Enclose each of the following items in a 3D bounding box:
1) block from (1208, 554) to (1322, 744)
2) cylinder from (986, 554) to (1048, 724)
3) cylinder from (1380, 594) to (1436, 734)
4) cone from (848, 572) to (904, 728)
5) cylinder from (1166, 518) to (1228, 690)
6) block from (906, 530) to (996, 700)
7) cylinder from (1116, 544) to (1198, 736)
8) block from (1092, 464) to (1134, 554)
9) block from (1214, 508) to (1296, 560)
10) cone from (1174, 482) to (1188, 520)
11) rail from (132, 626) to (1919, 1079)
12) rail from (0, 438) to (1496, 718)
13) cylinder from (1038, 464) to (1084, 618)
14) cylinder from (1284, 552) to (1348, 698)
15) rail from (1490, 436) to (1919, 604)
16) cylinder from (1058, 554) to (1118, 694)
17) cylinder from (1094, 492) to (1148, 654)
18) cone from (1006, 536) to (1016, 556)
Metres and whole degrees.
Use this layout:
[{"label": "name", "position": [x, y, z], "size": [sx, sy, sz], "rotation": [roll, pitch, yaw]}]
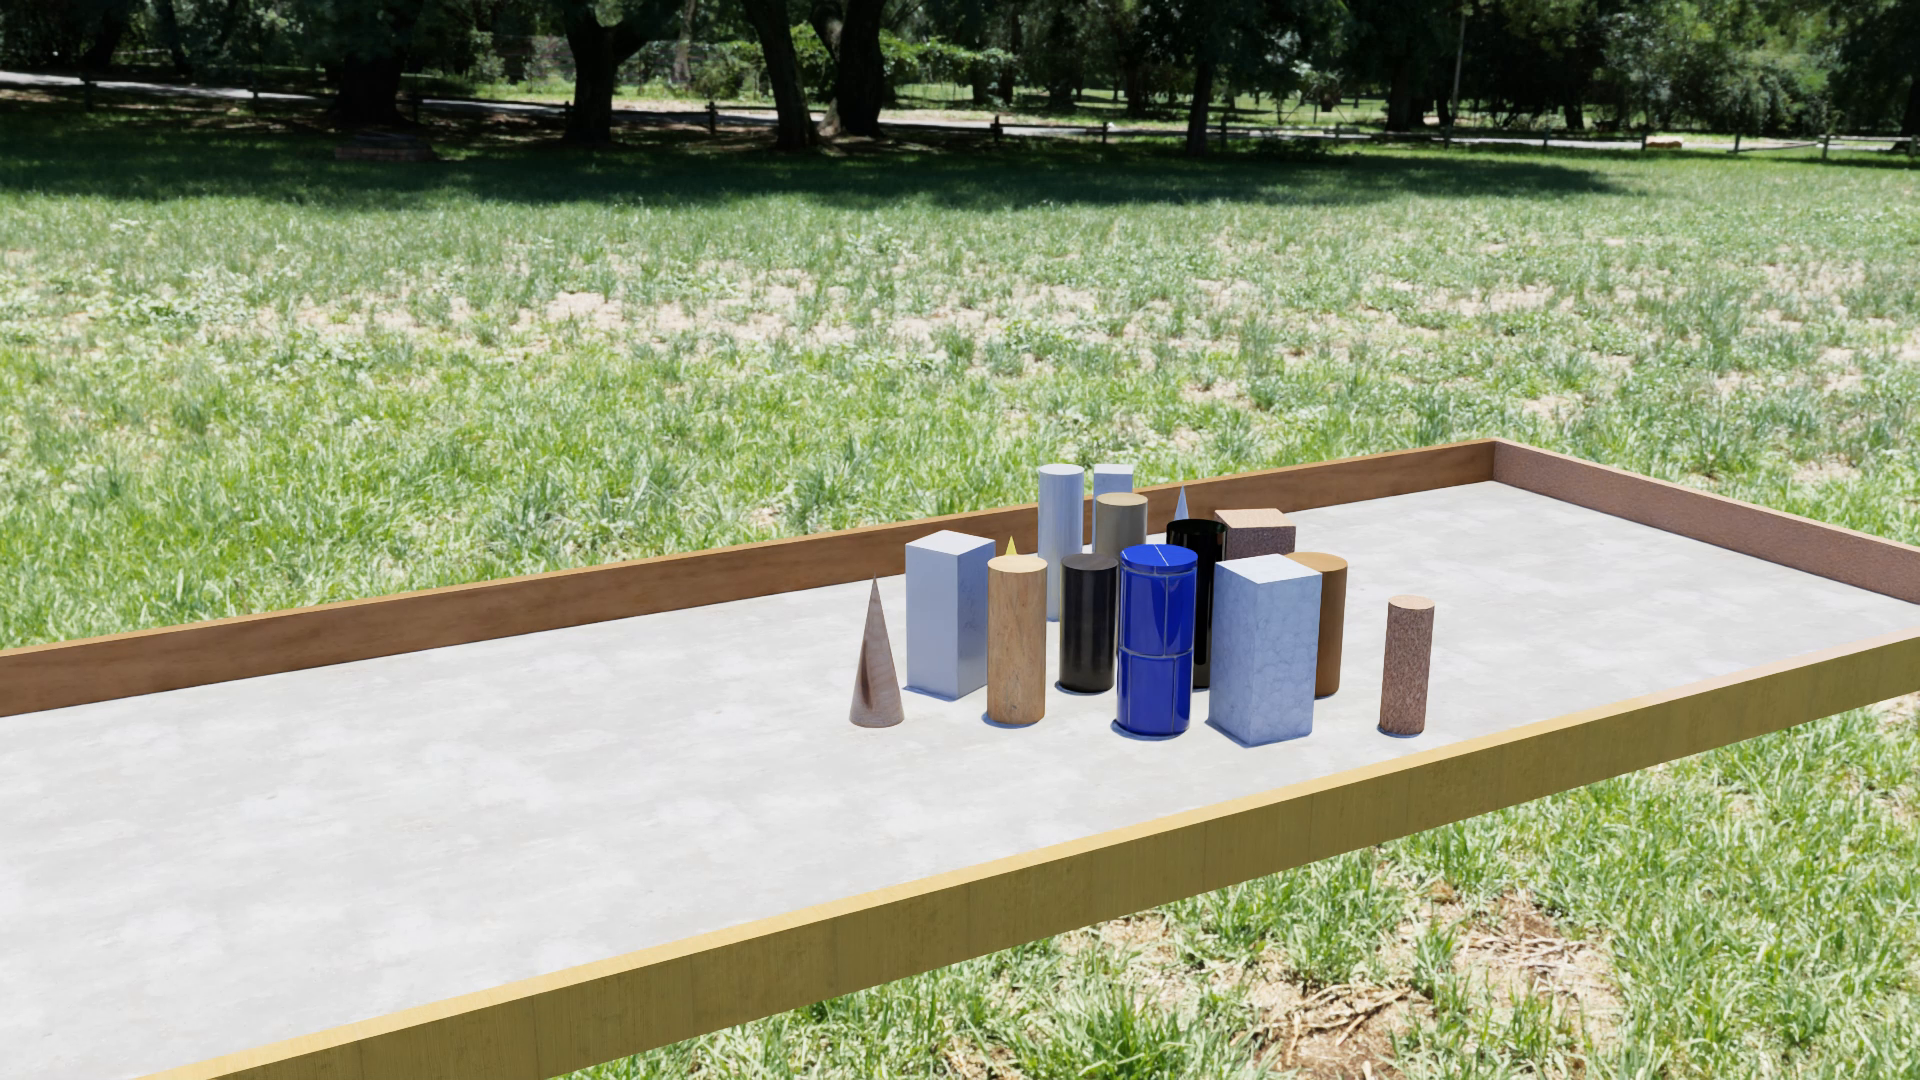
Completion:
[{"label": "block", "position": [0.704, 0.250, 3.820], "size": [0.173, 0.386, 0.173], "rotation": [-7, 18, -23]}, {"label": "cylinder", "position": [0.134, 0.235, 3.890], "size": [0.139, 0.375, 0.139], "rotation": [0, 16, 0]}, {"label": "cylinder", "position": [1.036, 0.289, 3.824], "size": [0.103, 0.308, 0.103], "rotation": [0, 16, 0]}, {"label": "cone", "position": [-0.198, 0.246, 3.869], "size": [0.134, 0.365, 0.134], "rotation": [0, 16, 0]}, {"label": "cylinder", "position": [0.583, 0.158, 4.110], "size": [0.149, 0.398, 0.149], "rotation": [0, 16, 0]}, {"label": "block", "position": [-0.023, 0.182, 4.084], "size": [0.157, 0.368, 0.157], "rotation": [12, 20, 34]}, {"label": "cylinder", "position": [0.456, 0.232, 3.834], "size": [0.176, 0.413, 0.176], "rotation": [0, 16, 0]}, {"label": "block", "position": [0.446, -0.034, 4.835], "size": [0.112, 0.359, 0.112], "rotation": [2, 17, 7]}, {"label": "block", "position": [0.763, 0.116, 4.320], "size": [0.168, 0.361, 0.168], "rotation": [-2, 16, -6]}, {"label": "cone", "position": [0.609, 0.030, 4.558], "size": [0.154, 0.392, 0.154], "rotation": [0, 16, 0]}, {"label": "rail", "position": [-2.336, 1.006, 1.665], "size": [12.000, 0.150, 0.050], "rotation": [-9, 18, -27]}, {"label": "rail", "position": [-3.305, 0.497, 3.399], "size": [12.000, 0.150, 0.050], "rotation": [-9, 18, -27]}, {"label": "cylinder", "position": [0.280, 0.003, 4.607], "size": [0.126, 0.415, 0.126], "rotation": [0, 16, 0]}, {"label": "cylinder", "position": [0.865, 0.207, 4.076], "size": [0.163, 0.323, 0.163], "rotation": [0, 16, 0]}, {"label": "rail", "position": [2.466, -0.048, 5.253], "size": [0.050, 0.150, 2.100], "rotation": [-9, 18, -27]}, {"label": "cylinder", "position": [0.318, 0.205, 4.093], "size": [0.141, 0.317, 0.141], "rotation": [0, 16, 0]}, {"label": "cylinder", "position": [0.420, 0.088, 4.334], "size": [0.133, 0.406, 0.133], "rotation": [0, 16, 0]}, {"label": "cone", "position": [0.135, 0.133, 4.361], "size": [0.172, 0.305, 0.172], "rotation": [0, 16, 0]}]
